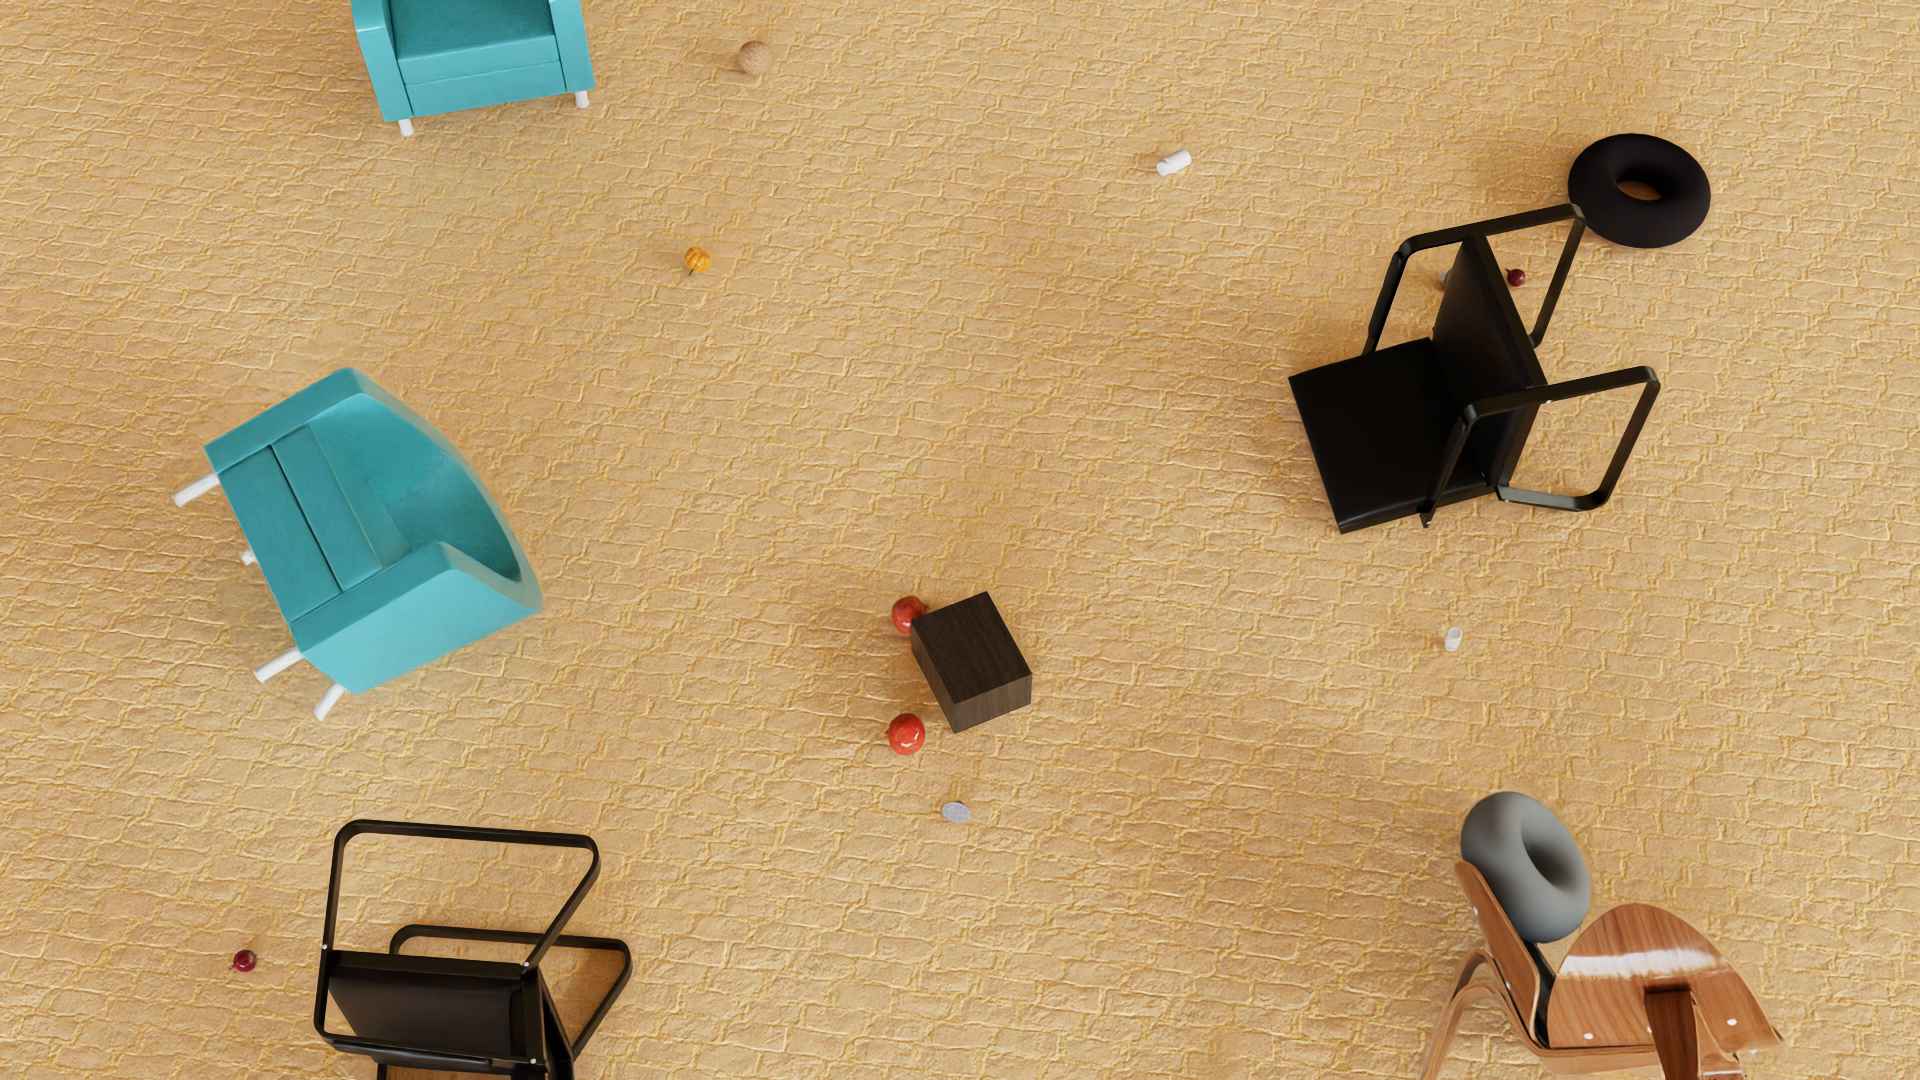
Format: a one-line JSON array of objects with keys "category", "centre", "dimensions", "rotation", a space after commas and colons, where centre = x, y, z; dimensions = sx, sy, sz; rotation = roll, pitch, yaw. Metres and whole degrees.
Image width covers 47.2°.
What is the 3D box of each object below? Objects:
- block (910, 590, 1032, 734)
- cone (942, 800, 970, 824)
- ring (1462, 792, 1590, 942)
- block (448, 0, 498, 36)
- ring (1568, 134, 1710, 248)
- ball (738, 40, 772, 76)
[{"category": "block", "centre": [0.031, 0.346, 6.239], "dimensions": [0.238, 0.169, 0.301], "rotation": [-21, 59, -13]}, {"category": "cone", "centre": [-0.004, 0.735, 6.063], "dimensions": [0.080, 0.067, 0.063], "rotation": [17, 29, 4]}, {"category": "ring", "centre": [1.489, 0.858, 5.782], "dimensions": [0.405, 0.165, 0.484], "rotation": [51, 30, 3]}, {"category": "block", "centre": [-1.733, -1.919, 7.753], "dimensions": [0.146, 0.181, 0.180], "rotation": [-13, 57, -9]}, {"category": "ring", "centre": [2.239, -1.153, 7.253], "dimensions": [0.463, 0.159, 0.459], "rotation": [39, 63, 24]}, {"category": "ball", "centre": [-0.710, -1.672, 7.625], "dimensions": [0.118, 0.118, 0.118], "rotation": [0, 56, 0]}]
